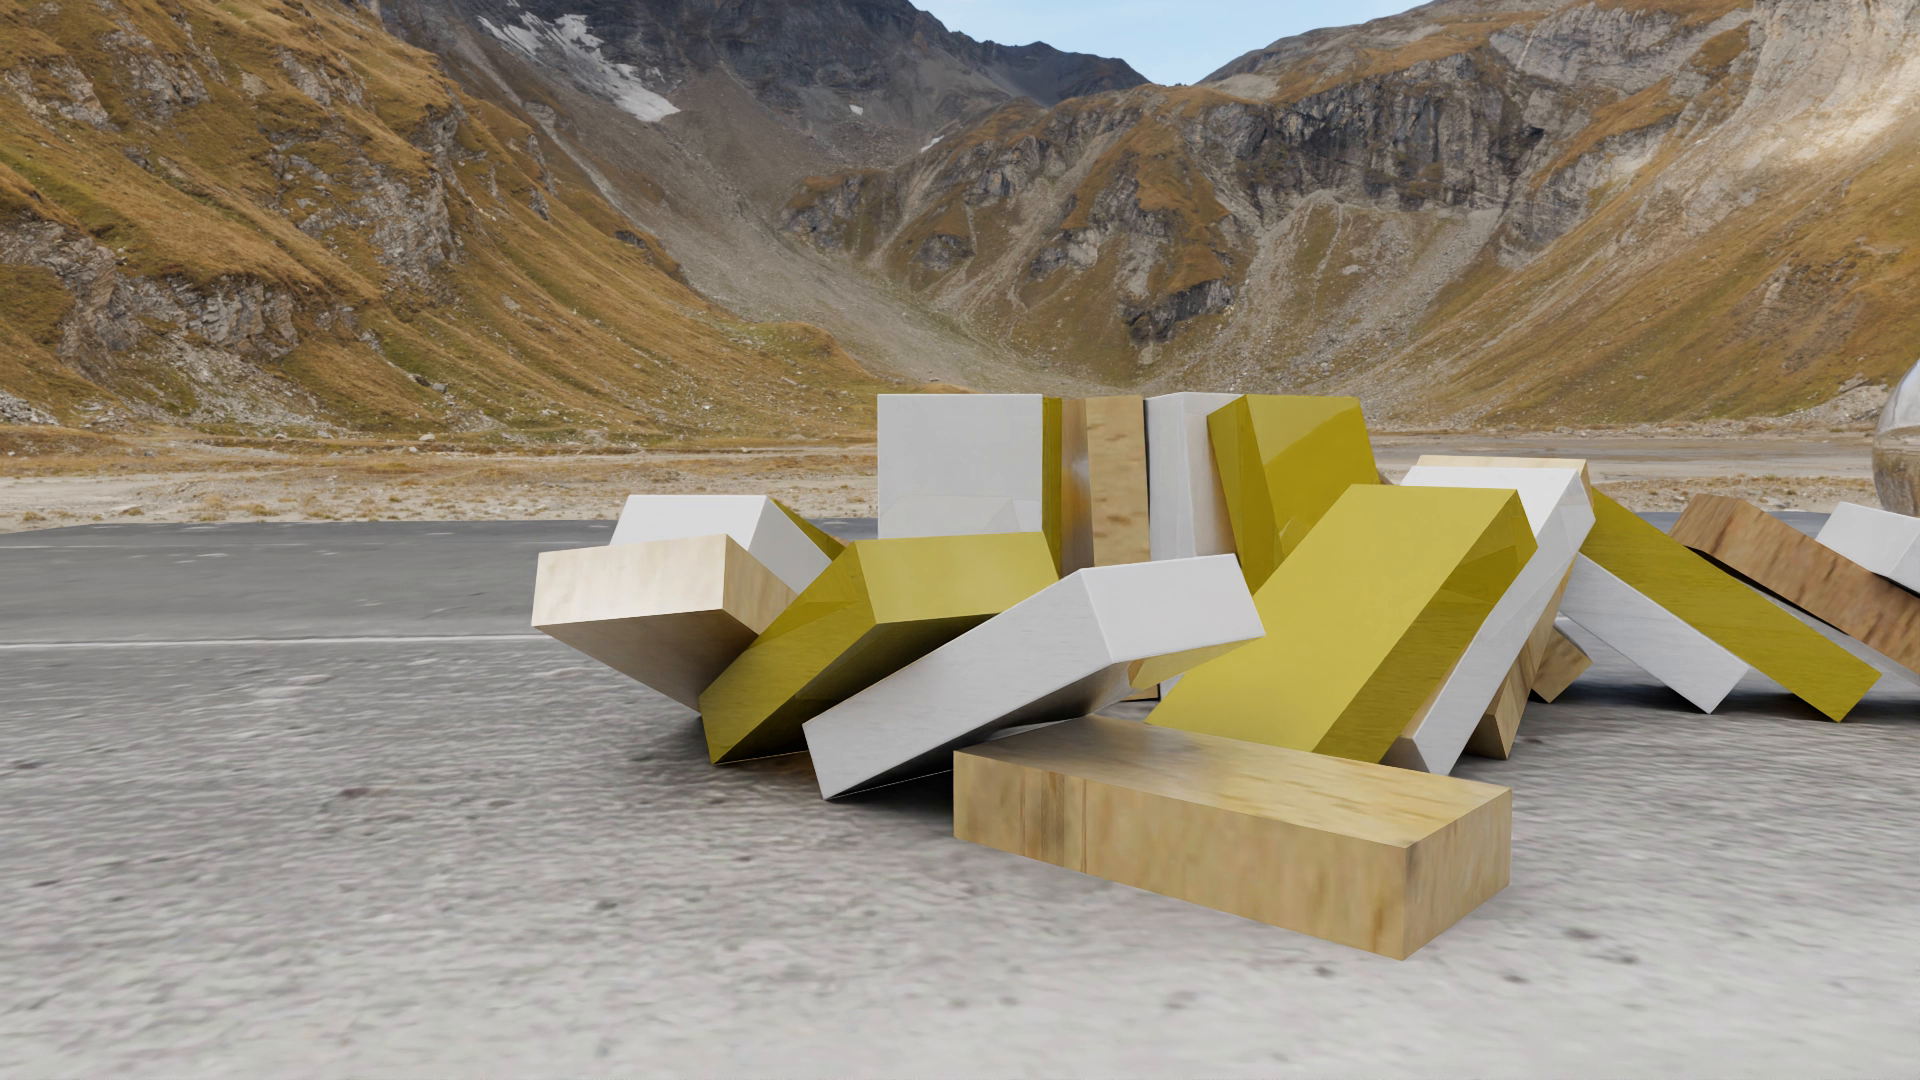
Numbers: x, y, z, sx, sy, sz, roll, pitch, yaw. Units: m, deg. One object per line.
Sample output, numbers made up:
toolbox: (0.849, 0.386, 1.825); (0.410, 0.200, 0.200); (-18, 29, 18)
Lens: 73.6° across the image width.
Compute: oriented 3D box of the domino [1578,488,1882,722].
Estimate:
domino: (0.121, 0.009, 0.212); (0.050, 0.009, 0.025); (37, 15, 14)

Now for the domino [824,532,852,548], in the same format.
domino: (-0.010, 0.009, 0.255); (0.050, 0.010, 0.025); (19, -2, 11)

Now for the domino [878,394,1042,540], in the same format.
domino: (0.000, 0.002, 0.201); (0.025, 0.050, 0.010); (0, 4, 0)

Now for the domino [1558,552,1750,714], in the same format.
domino: (0.105, 0.008, 0.218); (0.050, 0.009, 0.025); (37, 15, 13)

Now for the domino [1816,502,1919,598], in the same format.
domino: (0.162, 0.011, 0.197); (0.050, 0.009, 0.025); (28, 12, 5)

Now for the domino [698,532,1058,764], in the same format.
domino: (-0.012, 0.014, 0.160); (0.025, 0.009, 0.050); (-3, -24, -34)

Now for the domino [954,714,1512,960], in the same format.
domino: (0.026, 0.028, 0.131); (0.050, 0.009, 0.025); (4, 6, 42)

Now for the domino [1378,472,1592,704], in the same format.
domino: (0.086, 0.006, 0.226); (0.050, 0.010, 0.025); (44, 16, 12)

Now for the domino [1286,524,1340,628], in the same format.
domino: (0.060, 0.005, 0.239); (0.050, 0.009, 0.025); (43, 16, 11)

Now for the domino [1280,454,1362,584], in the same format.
domino: (0.072, 0.004, 0.233); (0.050, 0.009, 0.025); (44, 16, 13)

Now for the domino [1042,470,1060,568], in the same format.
domino: (0.031, 0.005, 0.248); (0.050, 0.009, 0.025); (39, 15, 13)

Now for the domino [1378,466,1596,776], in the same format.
domino: (0.064, 0.010, 0.176); (0.025, 0.010, 0.050); (5, 46, 51)

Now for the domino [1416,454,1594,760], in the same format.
domino: (0.075, 0.008, 0.191); (0.025, 0.010, 0.050); (5, 48, 40)

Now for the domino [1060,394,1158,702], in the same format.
domino: (0.025, 0.001, 0.222); (0.009, 0.050, 0.025); (-4, 5, -8)

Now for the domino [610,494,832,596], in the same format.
domino: (-0.030, 0.010, 0.204); (0.025, 0.009, 0.050); (1, -28, 27)

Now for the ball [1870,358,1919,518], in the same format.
ball: (0.287, -0.023, 0.335); (0.080, 0.080, 0.080); (0, 4, 0)

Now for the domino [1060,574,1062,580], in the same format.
domino: (0.011, 0.003, 0.256); (0.050, 0.009, 0.025); (38, 4, 11)

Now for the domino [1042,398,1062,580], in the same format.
domino: (0.005, 0.001, 0.218); (0.009, 0.050, 0.025); (-3, 5, -38)

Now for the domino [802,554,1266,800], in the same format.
domino: (0.007, 0.016, 0.146); (0.025, 0.009, 0.050); (-4, -20, -43)

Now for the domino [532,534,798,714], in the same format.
domino: (-0.034, 0.013, 0.178); (0.025, 0.009, 0.050); (-6, -21, 13)

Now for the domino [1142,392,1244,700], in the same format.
domino: (0.044, 0.001, 0.216); (0.025, 0.050, 0.010); (-4, -1, -41)

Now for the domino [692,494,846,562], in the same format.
domino: (-0.024, 0.009, 0.227); (0.025, 0.009, 0.050); (5, -24, 47)

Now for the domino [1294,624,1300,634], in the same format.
domino: (0.046, 0.004, 0.243); (0.050, 0.009, 0.025); (44, 16, 11)

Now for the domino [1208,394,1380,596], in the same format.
domino: (0.057, 0.002, 0.205); (0.025, 0.050, 0.010); (-3, -15, -31)

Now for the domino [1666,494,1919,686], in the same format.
domino: (0.141, 0.010, 0.205); (0.050, 0.010, 0.025); (33, 12, 11)

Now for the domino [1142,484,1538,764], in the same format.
domino: (0.049, 0.012, 0.163); (0.050, 0.010, 0.025); (-43, 27, -26)
